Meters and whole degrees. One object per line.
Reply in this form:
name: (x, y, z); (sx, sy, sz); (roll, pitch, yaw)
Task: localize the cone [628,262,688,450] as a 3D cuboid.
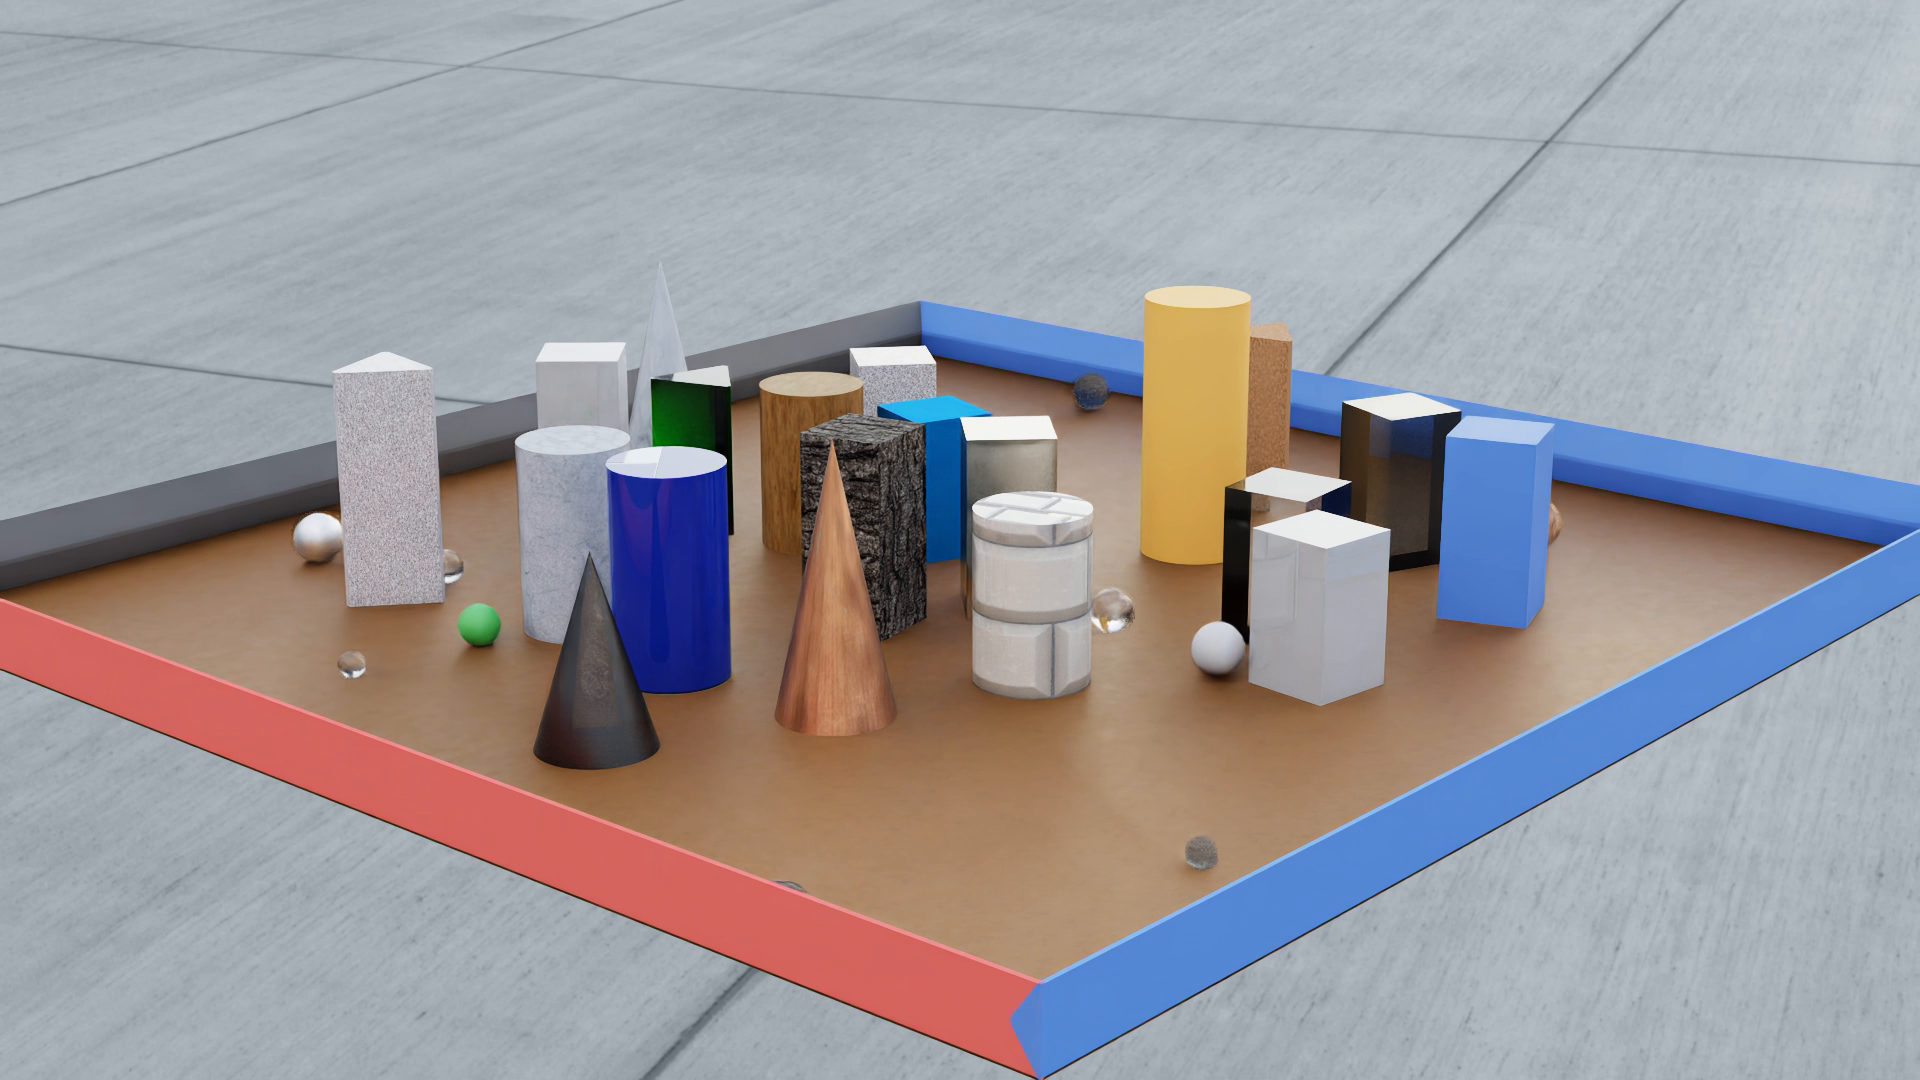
cone: (-0.583, -0.332, 5.759); (0.190, 0.452, 0.190); (0, 17, 0)

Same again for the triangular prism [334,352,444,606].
triangular prism: (-0.987, -0.108, 5.082); (0.165, 0.414, 0.143); (-3, 17, -9)

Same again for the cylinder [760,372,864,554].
cylinder: (-0.272, -0.143, 5.398); (0.190, 0.298, 0.190); (0, 17, 0)

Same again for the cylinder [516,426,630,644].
cylinder: (-0.642, -0.010, 4.911); (0.190, 0.326, 0.190); (0, 17, 0)

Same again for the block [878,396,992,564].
block: (-0.047, -0.110, 5.350); (0.152, 0.264, 0.152); (-9, 19, -28)

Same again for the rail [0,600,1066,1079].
rail: (-0.856, 0.316, 4.176); (2.556, 0.124, 0.045); (14, 22, 39)

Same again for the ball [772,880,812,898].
ball: (-0.224, 0.474, 3.732); (0.081, 0.081, 0.081); (0, 17, 0)

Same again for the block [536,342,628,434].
block: (-0.712, -0.201, 5.554); (0.152, 0.319, 0.152); (0, 17, 0)

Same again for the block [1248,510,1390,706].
block: (0.569, 0.105, 4.647); (0.152, 0.257, 0.152); (-15, 22, -40)

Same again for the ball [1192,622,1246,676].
ball: (0.416, 0.175, 4.711); (0.087, 0.087, 0.087); (0, 17, 0)

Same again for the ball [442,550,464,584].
ball: (-0.907, 0.047, 5.180); (0.061, 0.061, 0.061); (0, 17, 0)

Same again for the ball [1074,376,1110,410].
ball: (0.286, -0.319, 6.365); (0.076, 0.076, 0.076); (0, 17, 0)

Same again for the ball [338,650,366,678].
ball: (-0.975, 0.200, 4.704); (0.044, 0.044, 0.044); (0, 17, 0)

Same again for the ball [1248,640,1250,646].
ball: (0.505, 0.167, 4.764); (0.072, 0.072, 0.072); (0, 17, 0)

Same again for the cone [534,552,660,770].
cone: (-0.546, 0.163, 4.366); (0.190, 0.309, 0.190); (0, 17, 0)

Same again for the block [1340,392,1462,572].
block: (0.793, -0.105, 5.302); (0.152, 0.282, 0.152); (-8, 19, -26)

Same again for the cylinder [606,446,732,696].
cylinder: (-0.463, 0.047, 4.669); (0.190, 0.355, 0.190); (0, 17, 0)

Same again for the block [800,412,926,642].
block: (-0.161, -0.022, 4.925); (0.152, 0.341, 0.152); (9, 19, 29)

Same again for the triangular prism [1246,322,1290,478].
triangular prism: (0.595, -0.254, 5.723); (0.165, 0.322, 0.143); (10, 19, 29)

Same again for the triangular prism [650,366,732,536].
triangular prism: (-0.472, -0.174, 5.522); (0.165, 0.286, 0.143); (7, 18, 22)

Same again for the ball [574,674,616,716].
ball: (-0.565, 0.241, 4.532); (0.065, 0.065, 0.065); (0, 17, 0)

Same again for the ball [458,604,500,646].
ball: (-0.797, 0.140, 4.855); (0.070, 0.070, 0.070); (0, 17, 0)

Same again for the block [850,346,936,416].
block: (-0.133, -0.244, 5.815); (0.152, 0.250, 0.152); (-3, 17, -8)

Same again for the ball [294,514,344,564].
ball: (-1.158, -0.003, 5.295); (0.090, 0.090, 0.090); (0, 17, 0)

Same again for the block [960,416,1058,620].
block: (0.082, -0.039, 5.021); (0.152, 0.317, 0.152); (-1, 17, -4)

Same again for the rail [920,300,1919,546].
rail: (0.856, -0.254, 6.065); (2.556, 0.124, 0.045); (14, 22, 39)

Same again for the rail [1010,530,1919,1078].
rail: (0.947, 0.269, 4.334); (0.045, 0.124, 2.660); (14, 22, 39)

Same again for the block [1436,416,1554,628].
block: (0.912, -0.032, 4.992); (0.152, 0.321, 0.152); (7, 18, 21)

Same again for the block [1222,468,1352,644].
block: (0.542, 0.034, 4.873); (0.152, 0.263, 0.152); (12, 21, 34)

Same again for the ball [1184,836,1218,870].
ball: (0.327, 0.422, 3.965); (0.045, 0.045, 0.045); (0, 17, 0)

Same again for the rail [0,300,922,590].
rail: (-0.947, -0.207, 5.908); (0.045, 0.124, 2.660); (14, 22, 39)

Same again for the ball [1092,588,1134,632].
ball: (0.254, 0.118, 4.921); (0.074, 0.074, 0.074); (0, 17, 0)

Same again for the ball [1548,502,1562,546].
ball: (1.054, -0.030, 5.376); (0.095, 0.095, 0.095); (0, 17, 0)

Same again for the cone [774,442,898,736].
cone: (-0.193, 0.059, 4.481); (0.190, 0.441, 0.190); (0, 17, 0)

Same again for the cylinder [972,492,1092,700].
cylinder: (0.115, 0.086, 4.661); (0.190, 0.286, 0.190); (0, 17, 0)

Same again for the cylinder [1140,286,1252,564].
cylinder: (0.426, -0.209, 5.315); (0.190, 0.473, 0.190); (0, 17, 0)
